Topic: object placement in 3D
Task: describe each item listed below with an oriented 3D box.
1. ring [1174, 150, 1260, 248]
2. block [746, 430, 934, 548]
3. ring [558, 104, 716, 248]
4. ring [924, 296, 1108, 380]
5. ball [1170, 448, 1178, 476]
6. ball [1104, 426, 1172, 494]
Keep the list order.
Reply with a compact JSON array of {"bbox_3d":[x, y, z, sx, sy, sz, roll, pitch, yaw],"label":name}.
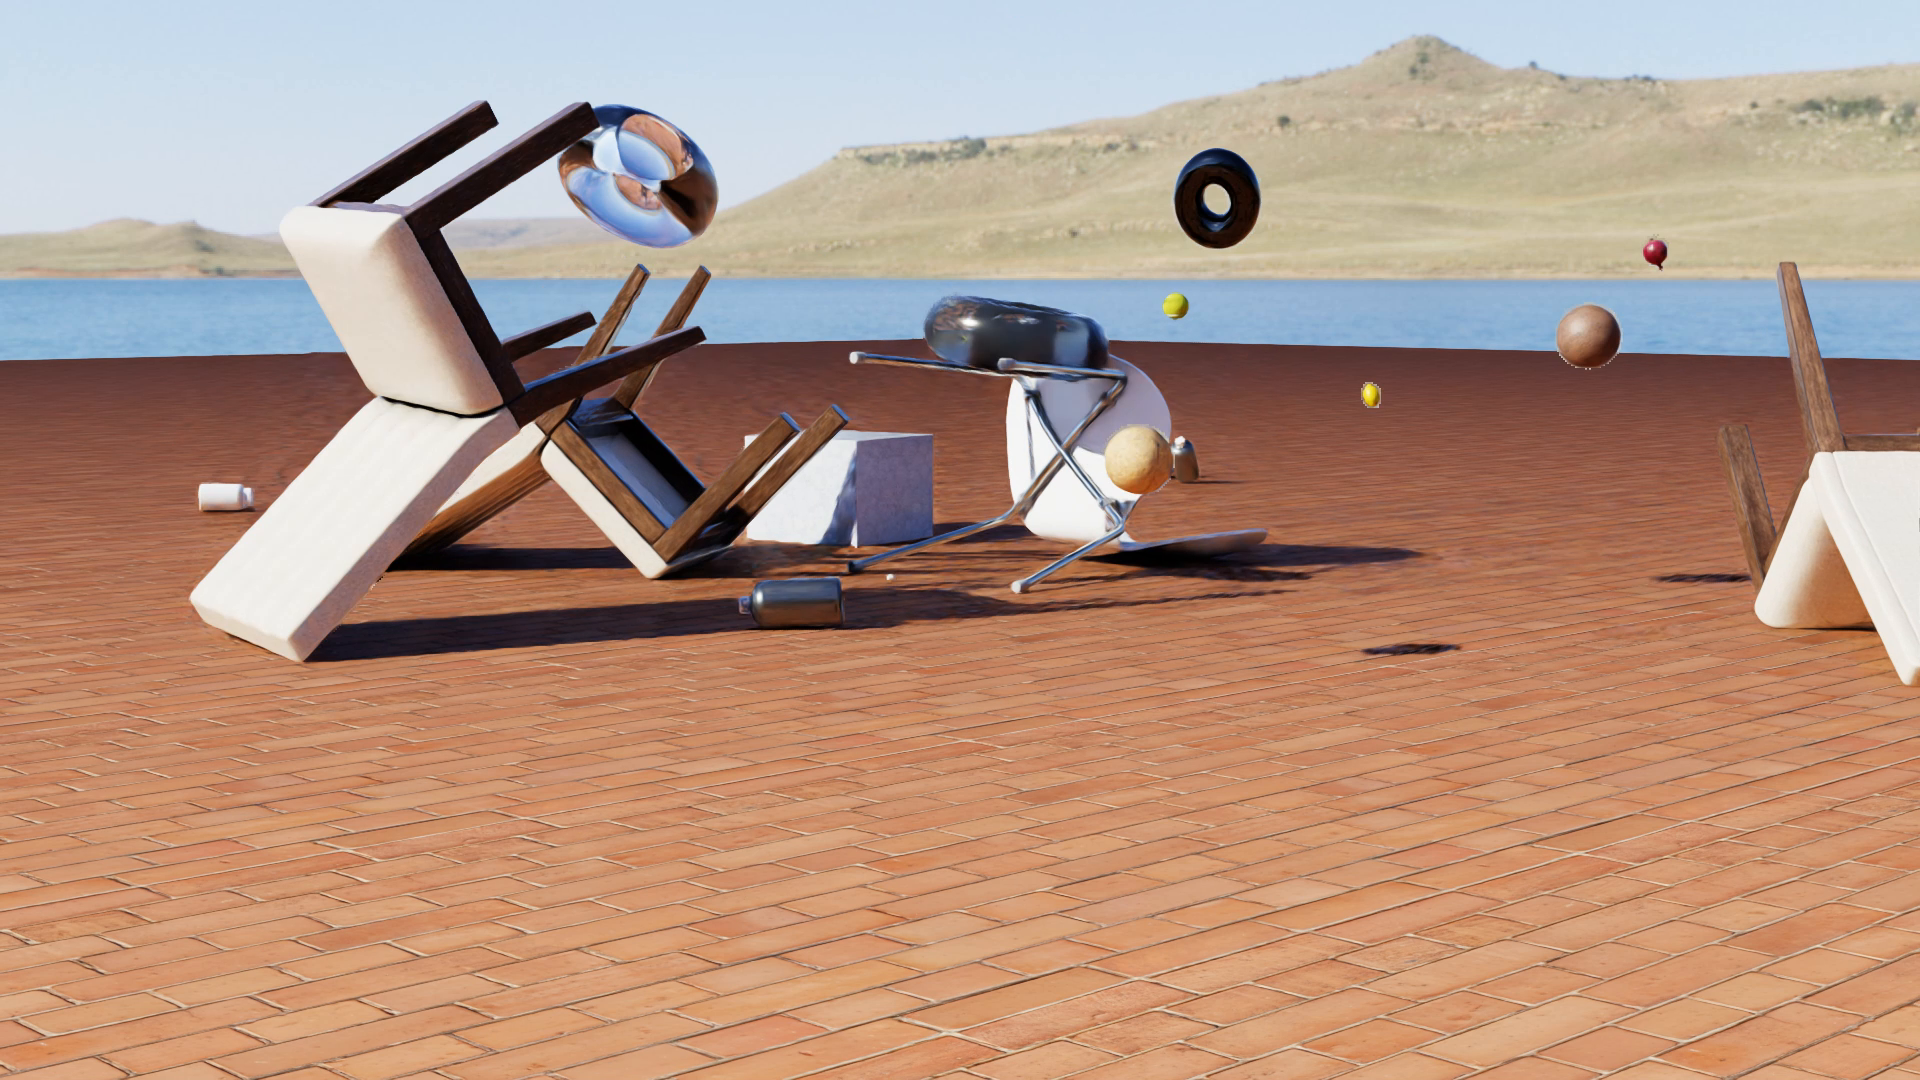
[{"bbox_3d":[0.495,-0.656,4.937,0.173,0.208,0.064,20,38,17],"label":"ring"},{"bbox_3d":[-0.302,-0.135,6.453,0.354,0.259,0.311,4,7,36],"label":"block"},{"bbox_3d":[-0.625,-0.703,4.979,0.323,0.133,0.369,16,-24,10],"label":"ring"},{"bbox_3d":[0.123,-0.444,5.638,0.415,0.145,0.331,11,9,13],"label":"ring"},{"bbox_3d":[0.660,-0.257,8.375,0.108,0.108,0.108,0,6,0],"label":"ball"},{"bbox_3d":[0.295,-0.132,4.245,0.113,0.113,0.113,0,6,0],"label":"ball"}]
